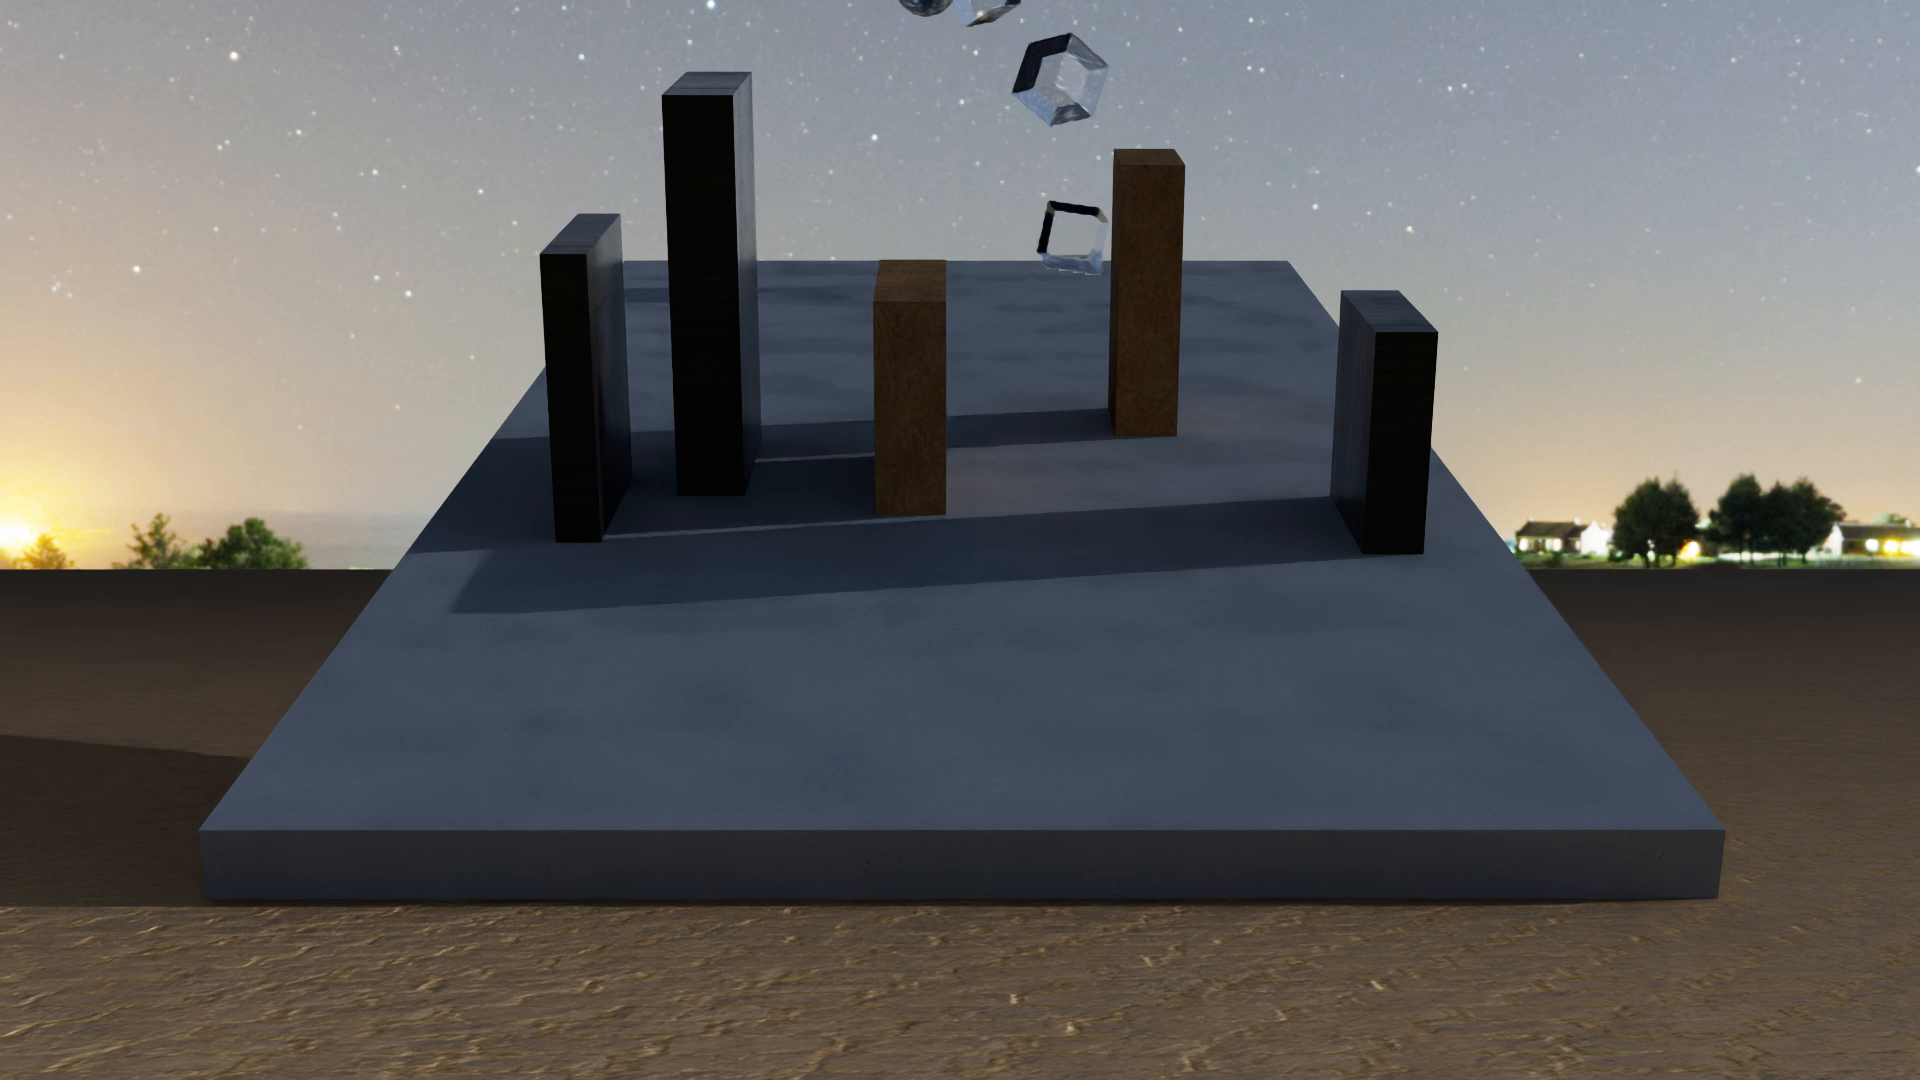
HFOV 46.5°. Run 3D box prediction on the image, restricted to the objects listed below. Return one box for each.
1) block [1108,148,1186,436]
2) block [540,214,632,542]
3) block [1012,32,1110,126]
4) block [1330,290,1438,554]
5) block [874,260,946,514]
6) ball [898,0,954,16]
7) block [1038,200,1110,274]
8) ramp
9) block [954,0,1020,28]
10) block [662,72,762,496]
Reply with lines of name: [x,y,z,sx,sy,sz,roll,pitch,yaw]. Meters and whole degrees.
block: [0.400,-0.537,4.832,0.132,0.581,0.244,0,18,0]
block: [-0.700,-0.314,4.213,0.083,0.533,0.427,0,18,0]
block: [0.300,-1.369,6.645,0.179,0.179,0.179,-2,-27,46]
block: [0.781,-0.225,4.143,0.110,0.409,0.366,0,18,0]
block: [-0.095,-0.308,4.393,0.135,0.413,0.419,0,18,0]
ball: [-0.099,-1.604,6.425,0.191,0.191,0.191,0,-1,0]
block: [0.323,-0.861,6.349,0.150,0.150,0.150,10,-6,16]
ramp: [-0.003,-0.184,4.844,2.000,0.100,4.000,0,18,0]
block: [0.068,-1.548,6.347,0.124,0.124,0.124,-24,1,-42]
block: [-0.488,-0.517,4.450,0.132,0.775,0.410,0,18,0]
